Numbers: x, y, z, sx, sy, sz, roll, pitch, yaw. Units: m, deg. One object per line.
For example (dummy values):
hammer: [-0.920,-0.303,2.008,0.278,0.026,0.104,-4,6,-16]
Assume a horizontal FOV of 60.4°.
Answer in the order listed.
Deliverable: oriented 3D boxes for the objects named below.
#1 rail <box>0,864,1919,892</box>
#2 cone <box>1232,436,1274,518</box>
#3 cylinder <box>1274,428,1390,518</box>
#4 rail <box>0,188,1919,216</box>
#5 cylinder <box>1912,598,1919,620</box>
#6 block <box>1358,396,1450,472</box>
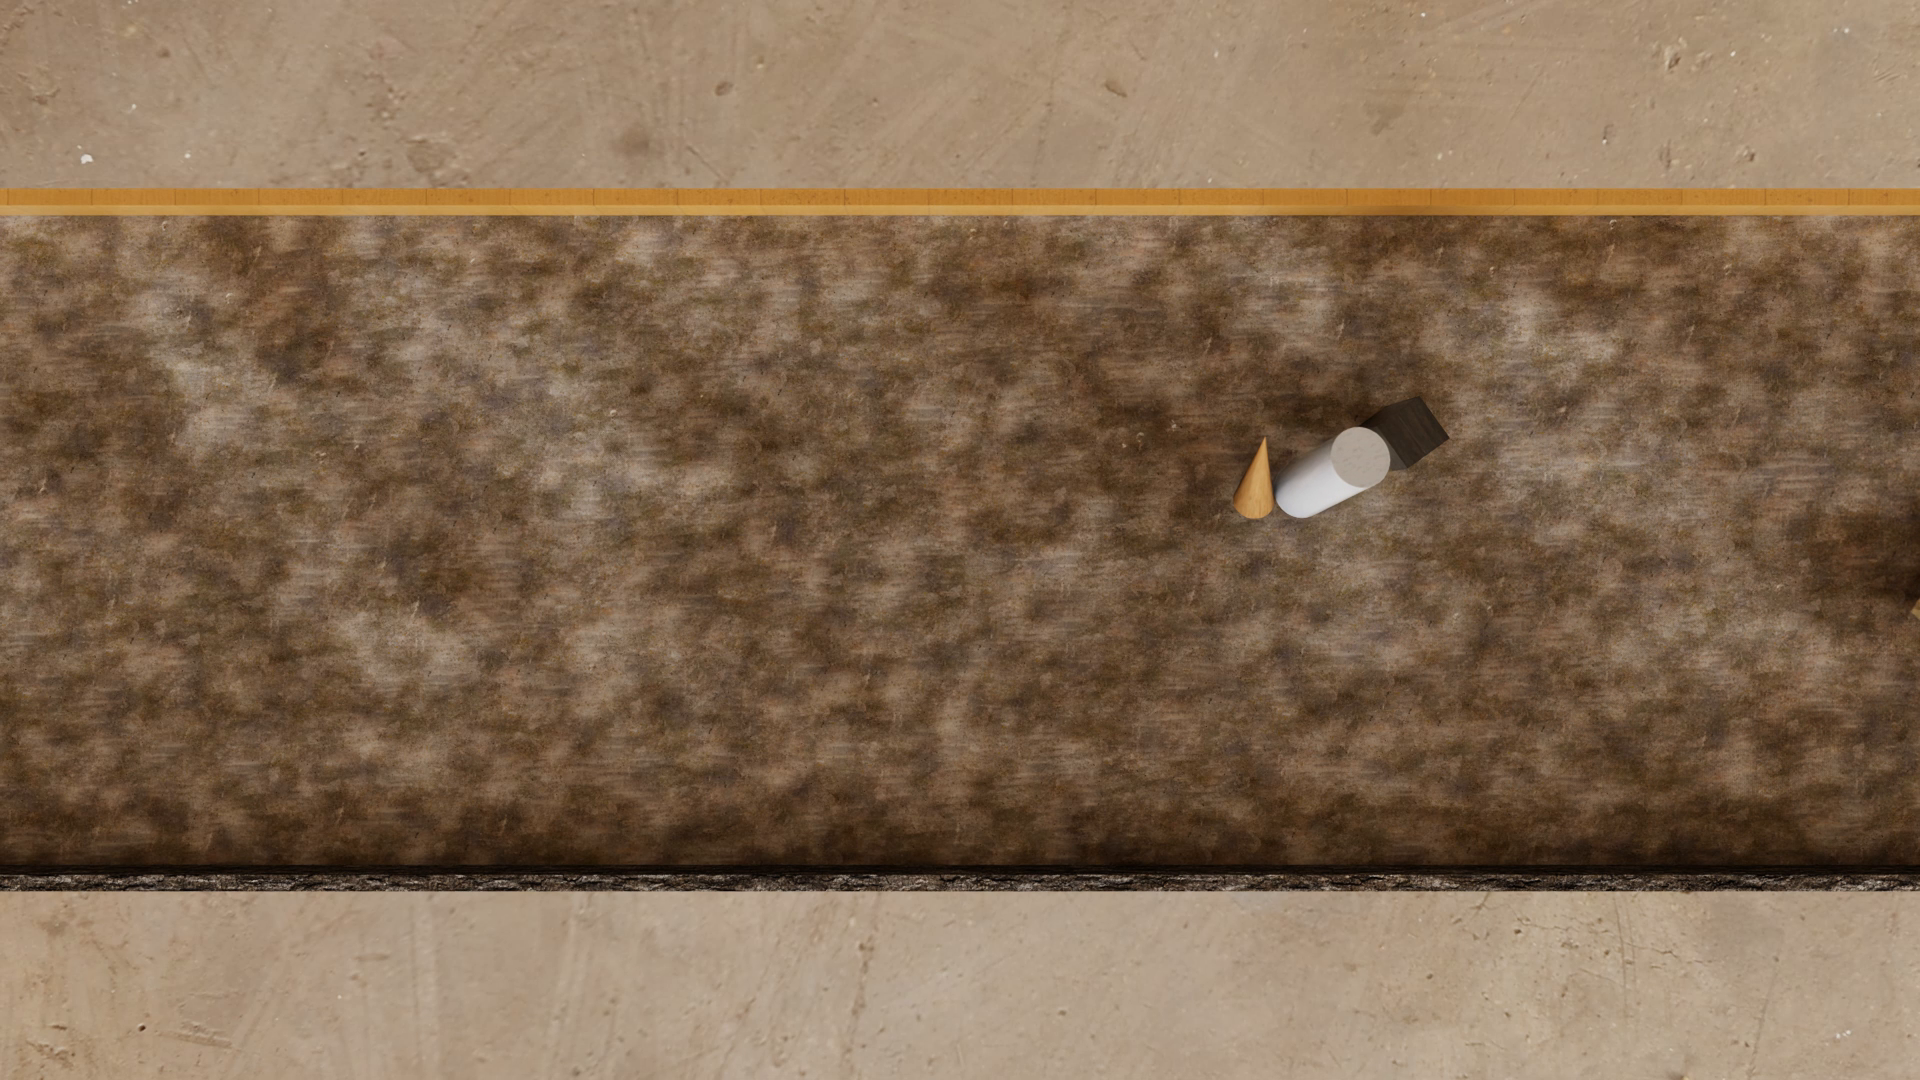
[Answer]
rail: [-2.247,1.025,5.001,12.000,0.150,0.050,0,90,0]
cone: [0.885,-0.210,4.874,0.126,0.390,0.126,-2,63,4]
cylinder: [1.082,-0.192,4.835,0.175,0.455,0.175,2,80,-10]
rail: [-2.247,-1.025,5.002,12.000,0.150,0.050,0,90,0]
cylinder: [3.058,0.100,5.012,0.129,0.129,0.360,35,90,0]
block: [1.295,-0.308,4.893,0.149,0.366,0.149,-36,90,0]
